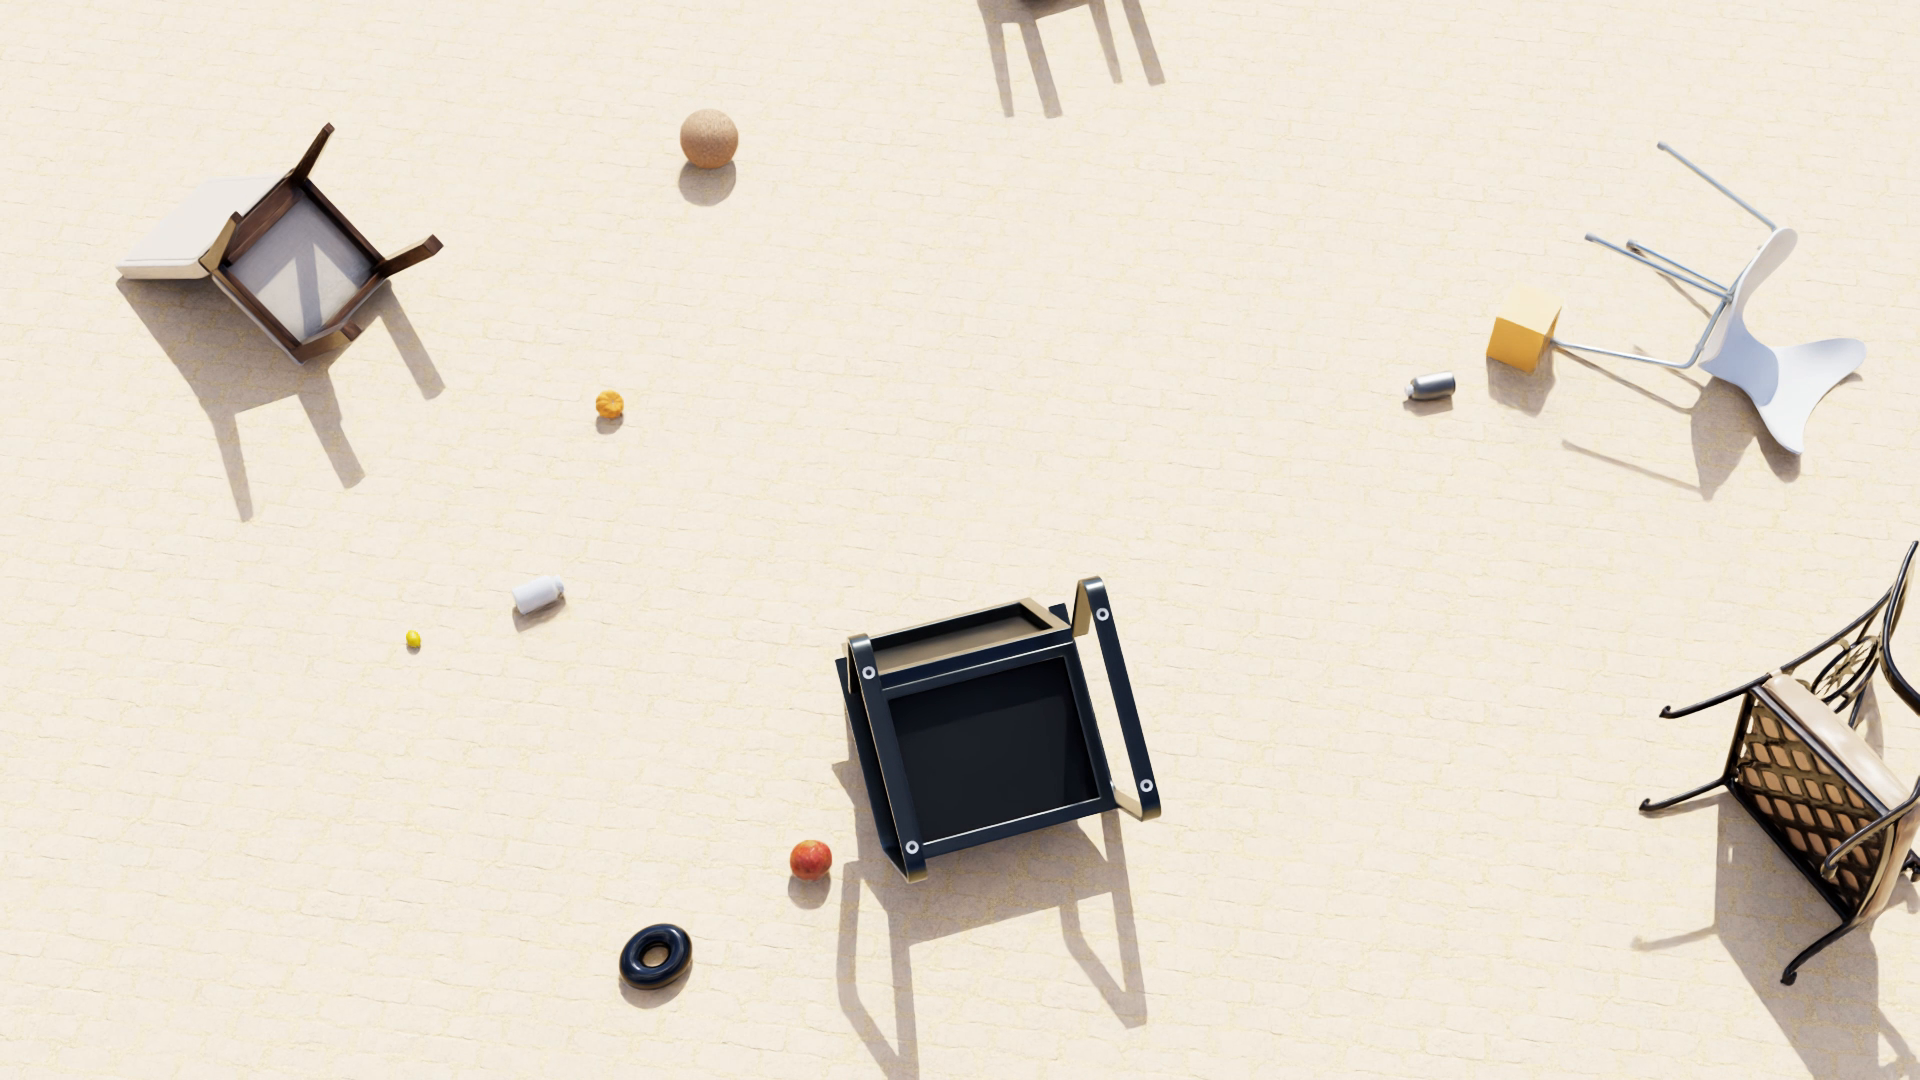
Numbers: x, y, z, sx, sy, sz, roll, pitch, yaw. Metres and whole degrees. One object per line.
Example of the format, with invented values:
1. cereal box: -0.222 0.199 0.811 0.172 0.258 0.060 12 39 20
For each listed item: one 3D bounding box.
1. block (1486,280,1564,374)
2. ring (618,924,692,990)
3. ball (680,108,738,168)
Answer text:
1. block: 1.773 -0.667 6.904 0.157 0.192 0.165 25 60 17
2. ring: -0.802 1.098 5.799 0.208 0.064 0.173 -34 62 -22
3. ball: -0.840 -1.344 7.357 0.197 0.197 0.197 0 56 0
